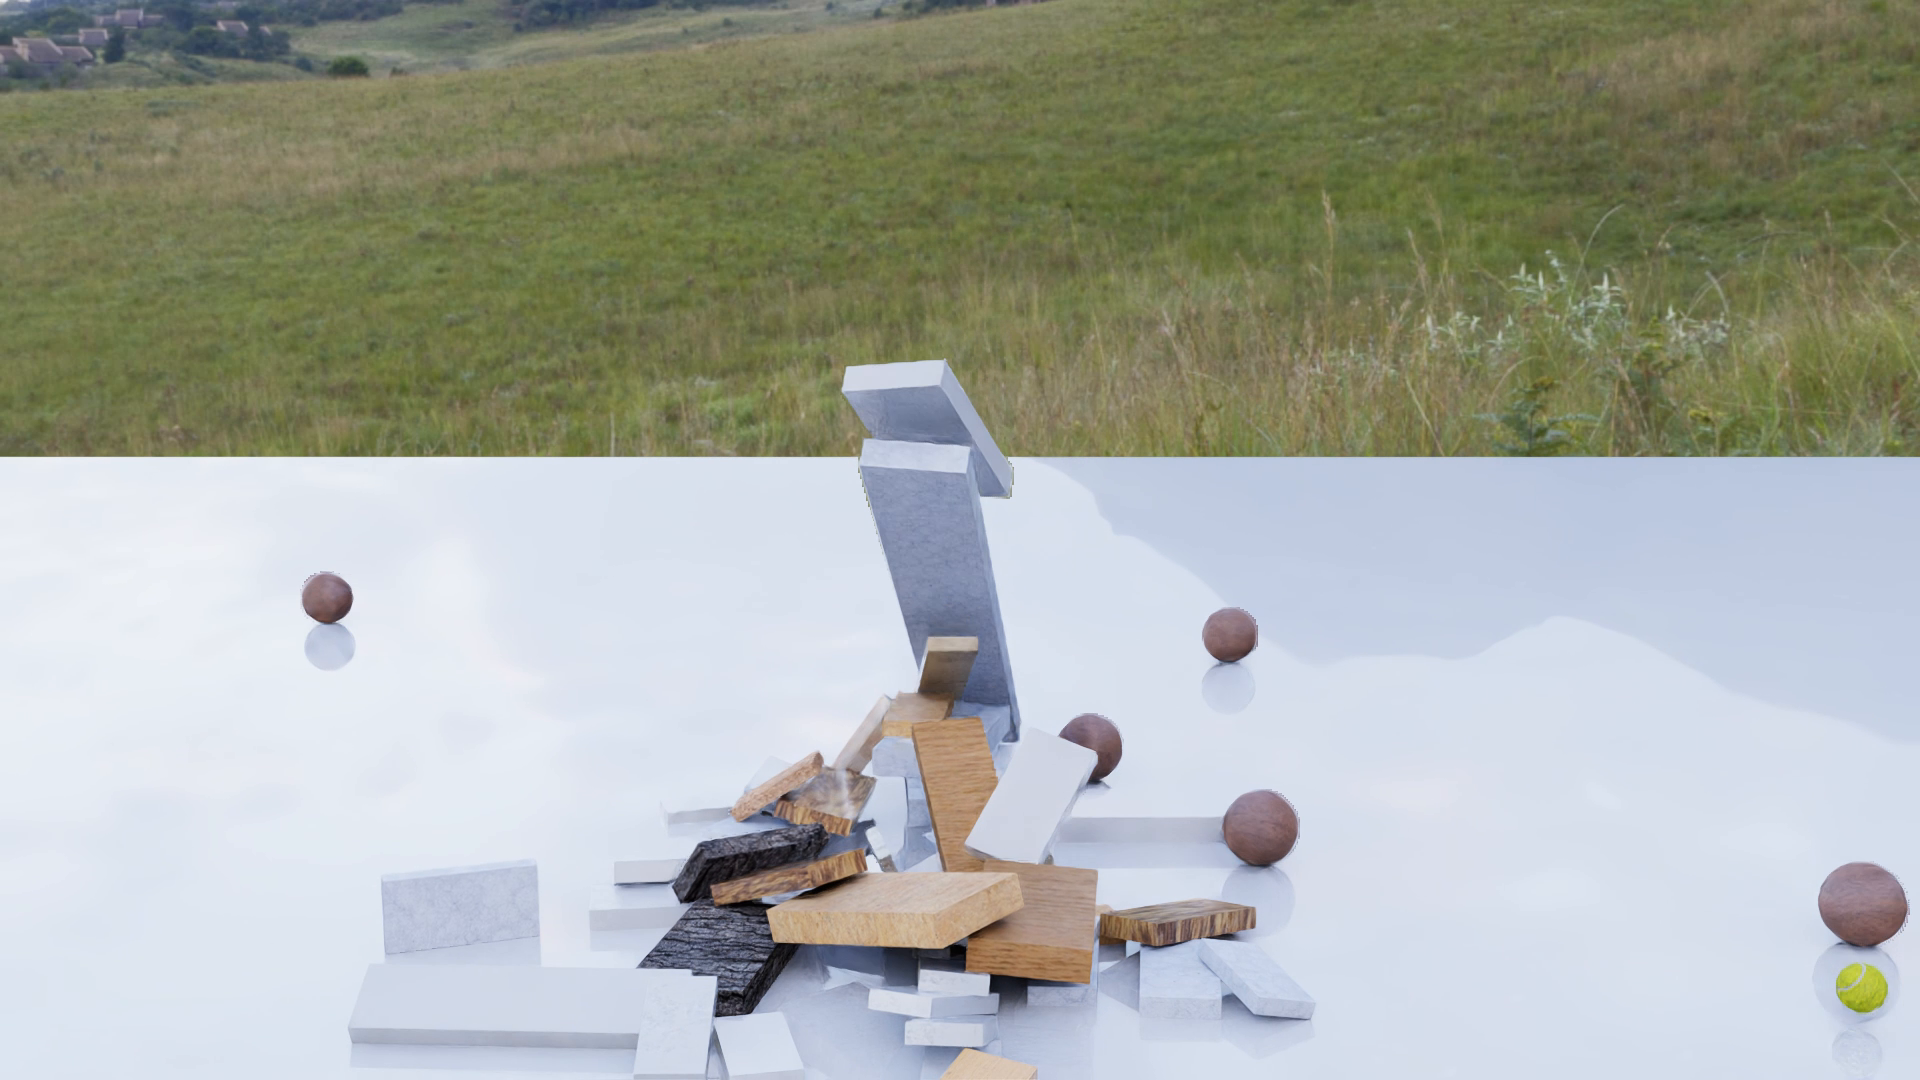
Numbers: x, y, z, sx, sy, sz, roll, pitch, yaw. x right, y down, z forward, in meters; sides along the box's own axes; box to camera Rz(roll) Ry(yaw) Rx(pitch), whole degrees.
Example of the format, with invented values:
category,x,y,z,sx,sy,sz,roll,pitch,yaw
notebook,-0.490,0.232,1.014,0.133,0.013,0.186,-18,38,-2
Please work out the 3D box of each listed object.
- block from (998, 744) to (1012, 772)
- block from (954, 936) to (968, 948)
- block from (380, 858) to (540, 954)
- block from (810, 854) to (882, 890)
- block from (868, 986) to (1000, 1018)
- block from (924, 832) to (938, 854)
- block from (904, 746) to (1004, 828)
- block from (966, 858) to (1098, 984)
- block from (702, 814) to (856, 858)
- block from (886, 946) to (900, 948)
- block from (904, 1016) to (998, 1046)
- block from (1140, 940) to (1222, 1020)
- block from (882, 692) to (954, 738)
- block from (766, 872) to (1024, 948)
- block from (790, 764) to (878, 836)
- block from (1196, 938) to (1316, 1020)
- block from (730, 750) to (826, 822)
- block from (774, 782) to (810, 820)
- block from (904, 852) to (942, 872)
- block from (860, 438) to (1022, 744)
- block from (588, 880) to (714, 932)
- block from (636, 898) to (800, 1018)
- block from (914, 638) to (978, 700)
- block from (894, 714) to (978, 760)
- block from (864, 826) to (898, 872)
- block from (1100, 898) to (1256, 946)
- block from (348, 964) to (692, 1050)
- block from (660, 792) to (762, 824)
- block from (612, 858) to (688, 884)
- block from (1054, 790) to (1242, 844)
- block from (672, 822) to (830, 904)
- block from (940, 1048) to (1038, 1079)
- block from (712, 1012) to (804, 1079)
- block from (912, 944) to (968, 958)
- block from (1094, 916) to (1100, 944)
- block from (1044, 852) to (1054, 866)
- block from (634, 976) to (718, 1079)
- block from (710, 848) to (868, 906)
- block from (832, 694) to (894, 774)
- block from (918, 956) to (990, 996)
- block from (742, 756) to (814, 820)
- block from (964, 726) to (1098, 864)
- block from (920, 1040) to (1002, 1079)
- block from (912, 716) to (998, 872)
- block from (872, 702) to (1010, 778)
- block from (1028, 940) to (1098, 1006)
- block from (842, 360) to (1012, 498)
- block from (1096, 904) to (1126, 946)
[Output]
category,x,y,z,sx,sy,sz,roll,pitch,yaw
block,0.004,0.463,4.216,0.179,0.051,0.357,1,11,4
block,-0.012,0.595,3.392,0.202,0.029,0.101,12,-2,38
block,-0.780,0.572,3.440,0.237,0.118,0.034,-4,11,-19
block,-0.177,0.579,3.559,0.121,0.034,0.241,-16,12,-6
block,-0.035,0.649,3.098,0.099,0.028,0.198,2,-7,29
block,0.023,0.523,3.698,0.092,0.026,0.184,-18,22,-26
block,-0.010,0.445,4.034,0.179,0.051,0.357,-1,11,-3
block,0.113,0.568,3.302,0.178,0.050,0.363,5,10,4
block,-0.321,0.532,3.887,0.247,0.035,0.123,6,12,30
block,-0.086,0.614,3.383,0.059,0.017,0.118,-5,-8,-6
block,-0.010,0.666,2.990,0.103,0.029,0.206,0,-9,6
block,0.325,0.649,3.261,0.117,0.033,0.234,1,11,5
block,-0.076,0.321,4.043,0.105,0.030,0.210,1,11,6
block,-0.099,0.544,3.248,0.356,0.050,0.178,-8,7,44
block,-0.223,0.464,3.939,0.104,0.030,0.407,14,5,3
block,0.431,0.640,3.215,0.095,0.027,0.190,10,12,-23
block,-0.327,0.442,3.953,0.175,0.025,0.087,-32,6,9
block,-0.263,0.480,3.989,0.104,0.030,0.209,14,5,6
block,0.005,0.530,3.596,0.229,0.022,0.077,-25,44,-32
block,-0.016,0.127,3.967,0.169,0.048,1.184,5,-25,8
block,-0.475,0.591,3.569,0.246,0.035,0.123,-1,11,-7
block,-0.363,0.630,3.313,0.178,0.050,0.356,2,11,11
block,-0.028,0.239,4.031,0.087,0.025,0.414,0,-16,-4
block,-0.041,0.358,4.004,0.104,0.030,0.209,3,11,14
block,-0.125,0.543,3.705,0.022,0.077,0.154,-24,14,-6
block,0.342,0.595,3.433,0.234,0.033,0.117,1,0,-43
block,-0.614,0.655,3.092,0.464,0.033,0.117,1,37,3
block,-0.465,0.498,4.096,0.175,0.025,0.087,-4,11,-16
block,-0.455,0.550,3.665,0.246,0.035,0.123,-1,-9,-11
block,0.335,0.502,4.009,0.338,0.048,0.169,0,11,0
block,-0.336,0.520,3.546,0.237,0.118,0.034,-4,49,-39
block,0.009,0.719,2.768,0.103,0.029,0.206,10,24,24
block,-0.277,0.699,3.003,0.099,0.028,0.198,-2,11,-13
block,-0.026,0.622,3.345,0.059,0.017,0.118,-4,-7,17
block,0.150,0.610,3.329,0.095,0.027,0.190,3,11,14
block,0.057,0.556,3.669,0.184,0.026,0.092,-21,23,-32
block,-0.386,0.669,2.997,0.095,0.027,0.190,0,30,-1
block,-0.267,0.526,3.424,0.237,0.034,0.118,-19,-6,43
block,-0.188,0.396,4.198,0.030,0.210,0.105,36,1,-14
block,-0.010,0.632,3.189,0.099,0.028,0.198,6,-6,-1
block,-0.338,0.467,4.150,0.105,0.030,0.210,22,12,3
block,0.117,0.427,3.573,0.121,0.034,0.241,20,58,20
block,0.001,0.717,2.906,0.103,0.029,0.206,0,11,3
block,0.013,0.453,3.654,0.121,0.034,0.431,-4,37,-9
block,-0.031,0.374,4.138,0.179,0.051,0.357,2,11,13
block,0.156,0.645,3.295,0.101,0.029,0.202,1,11,4
block,-0.049,-0.175,3.601,0.169,0.048,0.337,-2,-31,21
block,0.152,0.613,3.468,0.202,0.029,0.101,-3,11,-13
